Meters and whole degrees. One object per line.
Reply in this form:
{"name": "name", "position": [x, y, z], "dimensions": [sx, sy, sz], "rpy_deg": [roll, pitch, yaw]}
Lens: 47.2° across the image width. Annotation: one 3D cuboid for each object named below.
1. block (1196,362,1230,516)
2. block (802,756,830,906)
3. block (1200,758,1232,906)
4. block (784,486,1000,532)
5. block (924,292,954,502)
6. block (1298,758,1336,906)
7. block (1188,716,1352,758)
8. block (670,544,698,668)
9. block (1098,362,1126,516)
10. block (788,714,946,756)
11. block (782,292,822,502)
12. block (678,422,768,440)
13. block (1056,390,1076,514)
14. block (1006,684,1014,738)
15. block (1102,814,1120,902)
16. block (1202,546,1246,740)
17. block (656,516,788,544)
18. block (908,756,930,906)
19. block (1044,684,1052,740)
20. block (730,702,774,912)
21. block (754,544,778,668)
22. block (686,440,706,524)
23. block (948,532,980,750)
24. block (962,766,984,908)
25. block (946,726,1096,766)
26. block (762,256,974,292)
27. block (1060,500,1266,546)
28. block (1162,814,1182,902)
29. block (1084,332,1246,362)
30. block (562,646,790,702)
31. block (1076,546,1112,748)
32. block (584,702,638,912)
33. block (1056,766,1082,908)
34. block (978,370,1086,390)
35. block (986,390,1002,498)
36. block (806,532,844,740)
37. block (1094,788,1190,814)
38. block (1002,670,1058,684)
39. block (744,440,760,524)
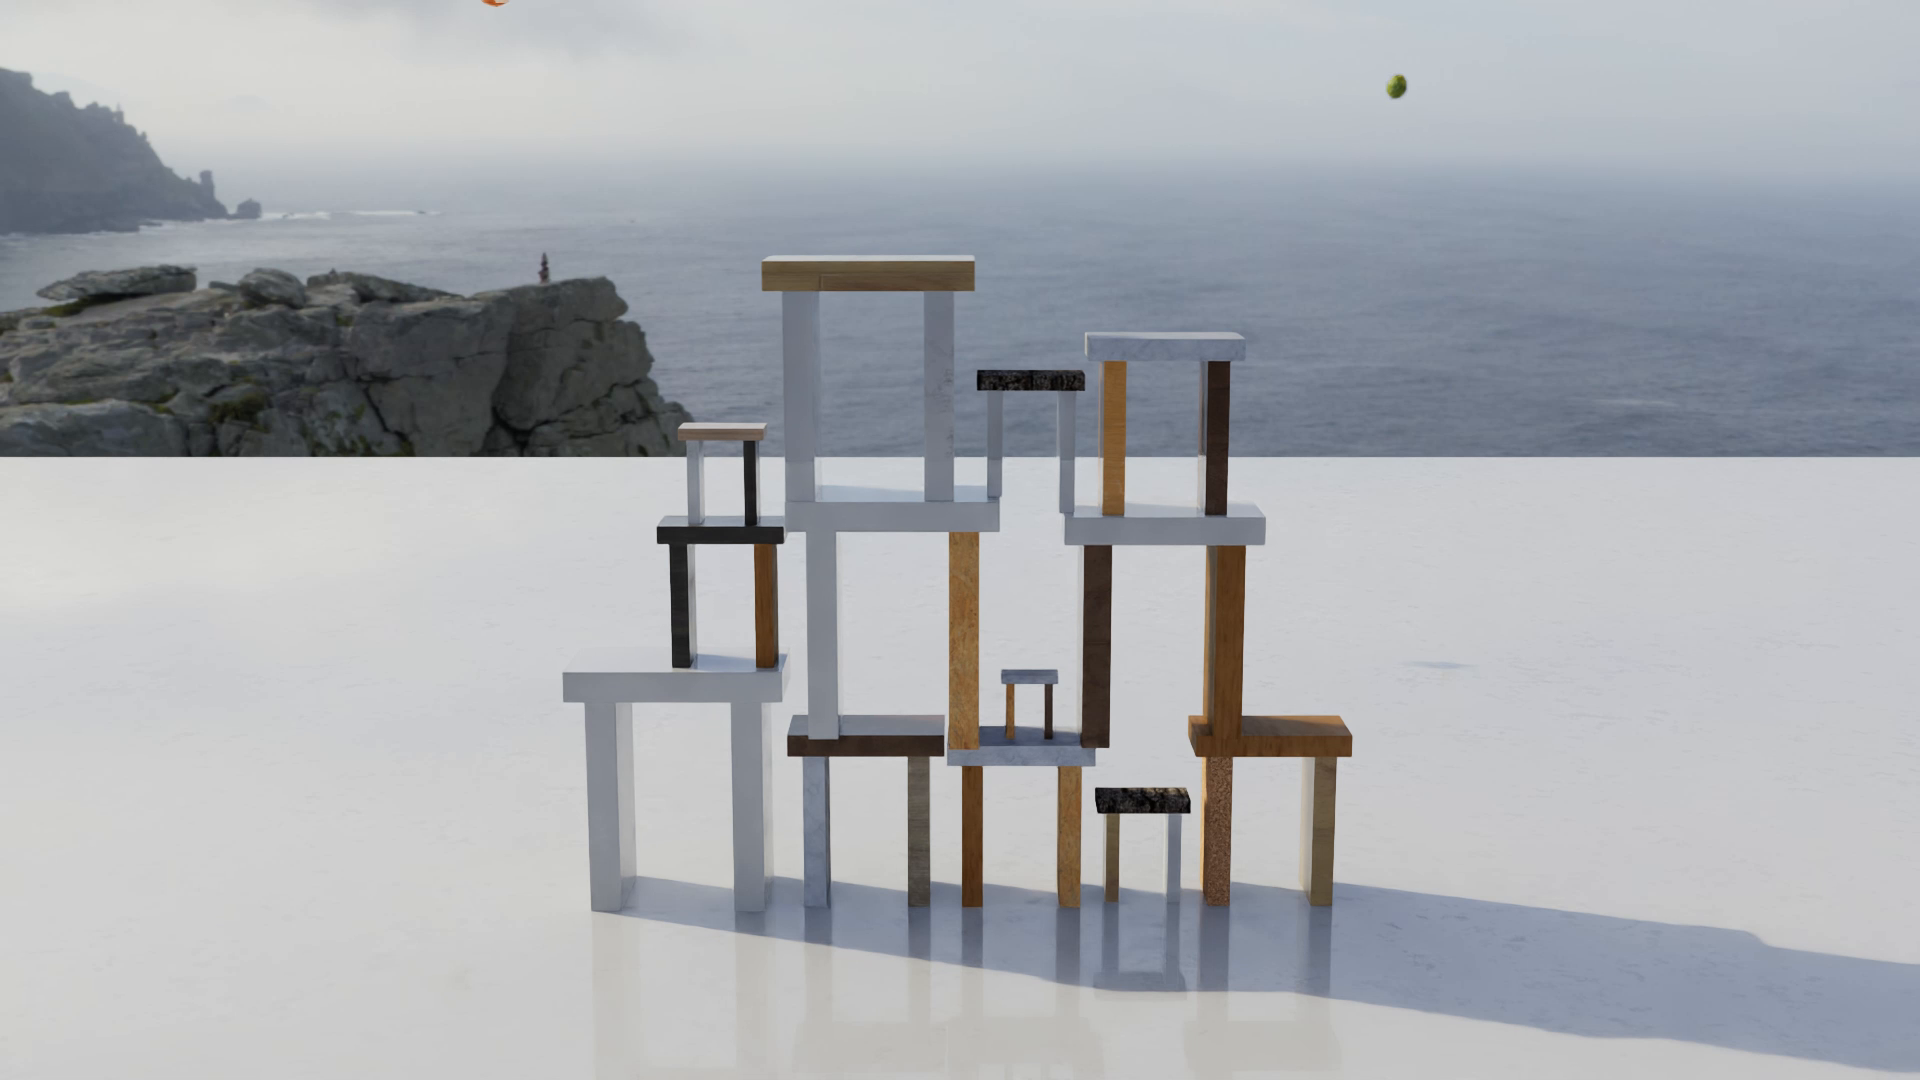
{"name": "block", "position": [0.406, -0.171, 3.529], "dimensions": [0.035, 0.245, 0.122], "rpy_deg": [0, 11, 0]}
{"name": "block", "position": [-0.237, 0.465, 3.647], "dimensions": [0.036, 0.255, 0.127], "rpy_deg": [0, 11, 0]}
{"name": "block", "position": [0.425, 0.465, 3.651], "dimensions": [0.036, 0.253, 0.126], "rpy_deg": [0, 11, 0]}
{"name": "block", "position": [-0.106, -0.052, 3.546], "dimensions": [0.338, 0.048, 0.169], "rpy_deg": [0, 11, 0]}
{"name": "block", "position": [-0.032, -0.238, 3.519], "dimensions": [0.047, 0.329, 0.165], "rpy_deg": [0, 11, 0]}
{"name": "block", "position": [0.593, 0.465, 3.650], "dimensions": [0.036, 0.253, 0.126], "rpy_deg": [0, 11, 0]}
{"name": "block", "position": [0.509, 0.323, 3.624], "dimensions": [0.253, 0.036, 0.126], "rpy_deg": [0, 11, 0]}
{"name": "block", "position": [-0.449, 0.097, 3.575], "dimensions": [0.029, 0.202, 0.101], "rpy_deg": [0, 11, 0]}
{"name": "block", "position": [0.244, -0.171, 3.529], "dimensions": [0.035, 0.245, 0.122], "rpy_deg": [0, 11, 0]}
{"name": "block", "position": [-0.152, 0.322, 3.620], "dimensions": [0.255, 0.036, 0.127], "rpy_deg": [0, 11, 0]}
{"name": "block", "position": [-0.252, -0.238, 3.519], "dimensions": [0.047, 0.329, 0.165], "rpy_deg": [0, 11, 0]}
{"name": "block", "position": [-0.380, -0.174, 3.524], "dimensions": [0.136, 0.019, 0.068], "rpy_deg": [0, 11, 0]}
{"name": "block", "position": [0.170, -0.147, 3.532], "dimensions": [0.024, 0.196, 0.085], "rpy_deg": [0, 11, -1]}
{"name": "block", "position": [0.083, 0.275, 3.610], "dimensions": [0.013, 0.093, 0.046], "rpy_deg": [0, 11, 1]}
{"name": "block", "position": [0.251, 0.516, 3.651], "dimensions": [0.022, 0.152, 0.076], "rpy_deg": [0, 11, 0]}
{"name": "block", "position": [0.430, 0.150, 3.586], "dimensions": [0.045, 0.318, 0.159], "rpy_deg": [0, 11, 0]}
{"name": "block", "position": [-0.382, -0.017, 3.553], "dimensions": [0.203, 0.029, 0.101], "rpy_deg": [0, 11, 0]}
{"name": "block", "position": [-0.067, 0.465, 3.647], "dimensions": [0.036, 0.255, 0.127], "rpy_deg": [0, 11, 0]}
{"name": "block", "position": [0.144, 0.276, 3.605], "dimensions": [0.013, 0.093, 0.046], "rpy_deg": [0, 11, 0]}
{"name": "block", "position": [-0.343, 0.417, 3.641], "dimensions": [0.050, 0.351, 0.176], "rpy_deg": [0, 11, 0]}
{"name": "block", "position": [-0.314, 0.097, 3.574], "dimensions": [0.029, 0.203, 0.101], "rpy_deg": [0, 11, 0]}
{"name": "block", "position": [-0.425, -0.098, 3.538], "dimensions": [0.019, 0.136, 0.068], "rpy_deg": [0, 11, 0]}
{"name": "block", "position": [0.007, 0.147, 3.582], "dimensions": [0.048, 0.355, 0.169], "rpy_deg": [0, 11, 0]}
{"name": "block", "position": [0.020, 0.473, 3.643], "dimensions": [0.034, 0.240, 0.120], "rpy_deg": [0, 11, 0]}
{"name": "block", "position": [0.100, 0.338, 3.615], "dimensions": [0.240, 0.034, 0.120], "rpy_deg": [0, 11, 1]}
{"name": "block", "position": [-0.142, -0.423, 3.485], "dimensions": [0.329, 0.047, 0.165], "rpy_deg": [0, 11, 0]}
{"name": "block", "position": [0.324, -0.028, 3.553], "dimensions": [0.318, 0.045, 0.159], "rpy_deg": [0, 11, 0]}
{"name": "block", "position": [0.352, 0.516, 3.651], "dimensions": [0.022, 0.152, 0.076], "rpy_deg": [0, 11, 0]}
{"name": "block", "position": [0.325, -0.309, 3.504], "dimensions": [0.245, 0.035, 0.122], "rpy_deg": [0, 11, 0]}
{"name": "block", "position": [-0.460, 0.220, 3.604], "dimensions": [0.351, 0.050, 0.175], "rpy_deg": [0, 11, 0]}
{"name": "block", "position": [0.218, 0.157, 3.587], "dimensions": [0.045, 0.332, 0.159], "rpy_deg": [0, 11, 0]}
{"name": "block", "position": [-0.577, 0.417, 3.641], "dimensions": [0.050, 0.351, 0.176], "rpy_deg": [0, 11, 0]}
{"name": "block", "position": [0.180, 0.473, 3.643], "dimensions": [0.034, 0.240, 0.120], "rpy_deg": [0, 11, 0]}
{"name": "block", "position": [0.113, -0.255, 3.515], "dimensions": [0.170, 0.024, 0.085], "rpy_deg": [0, 10, 1]}
{"name": "block", "position": [0.055, -0.160, 3.532], "dimensions": [0.024, 0.170, 0.085], "rpy_deg": [0, 11, 0]}
{"name": "block", "position": [-0.219, 0.138, 3.582], "dimensions": [0.048, 0.338, 0.169], "rpy_deg": [0, 11, 0]}
{"name": "block", "position": [0.302, 0.431, 3.636], "dimensions": [0.152, 0.022, 0.076], "rpy_deg": [0, 11, 0]}
{"name": "block", "position": [0.114, 0.223, 3.597], "dimensions": [0.093, 0.013, 0.046], "rpy_deg": [0, 11, 1]}
{"name": "block", "position": [-0.334, -0.097, 3.538], "dimensions": [0.019, 0.136, 0.068], "rpy_deg": [0, 11, 0]}
